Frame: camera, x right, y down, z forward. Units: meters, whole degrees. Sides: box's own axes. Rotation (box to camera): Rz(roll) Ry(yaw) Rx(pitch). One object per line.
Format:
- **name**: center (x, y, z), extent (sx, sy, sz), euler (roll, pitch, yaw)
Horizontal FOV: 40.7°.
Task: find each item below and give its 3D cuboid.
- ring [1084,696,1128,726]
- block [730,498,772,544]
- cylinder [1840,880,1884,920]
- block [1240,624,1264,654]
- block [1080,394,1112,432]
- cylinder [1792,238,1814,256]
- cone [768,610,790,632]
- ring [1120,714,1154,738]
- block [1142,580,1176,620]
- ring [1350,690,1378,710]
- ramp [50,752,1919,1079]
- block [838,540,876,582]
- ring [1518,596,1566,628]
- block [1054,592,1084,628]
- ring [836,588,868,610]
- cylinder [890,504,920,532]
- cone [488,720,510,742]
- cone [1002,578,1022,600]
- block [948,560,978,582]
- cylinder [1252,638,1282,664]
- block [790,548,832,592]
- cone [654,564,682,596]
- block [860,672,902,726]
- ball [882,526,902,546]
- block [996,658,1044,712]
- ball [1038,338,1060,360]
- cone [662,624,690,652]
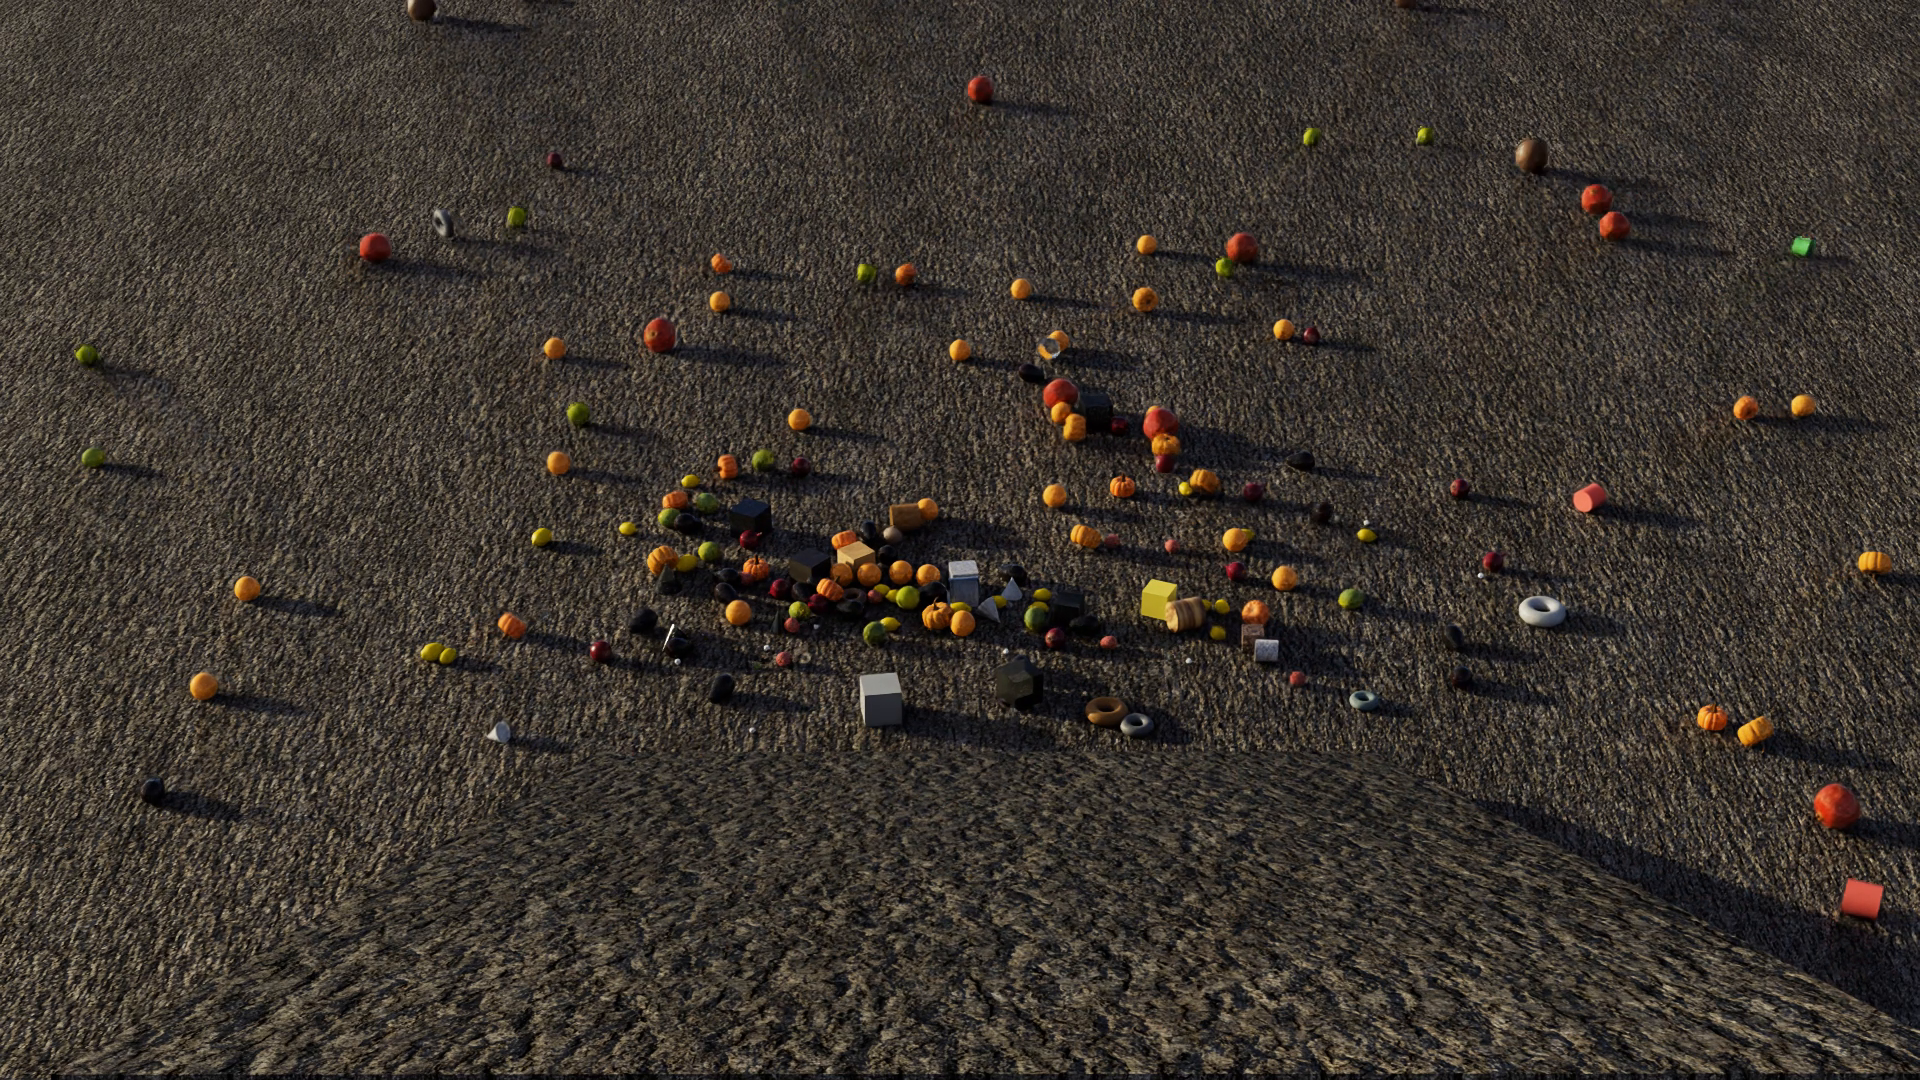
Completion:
- **ring**: center (0.393, 0.460, 6.934), extent (0.117, 0.039, 0.117), euler (1, 29, -1)
- **block**: center (-0.630, -0.058, 7.786), extent (0.090, 0.090, 0.090), euler (15, 33, 25)
- **cylinder**: center (2.158, 0.861, 6.190), extent (0.082, 0.082, 0.082), euler (12, 32, 20)
- **block**: center (0.818, 0.276, 7.234), extent (0.059, 0.059, 0.059), euler (0, 30, 1)
- **block**: center (0.442, -0.413, 8.406), extent (0.090, 0.090, 0.090), euler (-4, 30, -8)
- **cylinder**: center (3.131, -1.088, 9.616), extent (0.057, 0.057, 0.057), euler (18, 34, 38)
- **cone**: center (-0.513, 0.221, 7.328), extent (0.061, 0.061, 0.061), euler (0, 30, 0)
- **ring**: center (0.471, 0.493, 6.885), extent (0.091, 0.030, 0.091), euler (0, 31, 0)
- **block**: center (0.569, 0.171, 7.400), extent (0.077, 0.077, 0.077), euler (13, 32, 21)
- **ring**: center (1.092, 0.434, 6.991), extent (0.080, 0.027, 0.080), euler (0, 28, 0)
- **ramp**: center (0.067, 0.596, 4.652), extent (2.000, 0.100, 4.000), euler (0, 0, 0)
- **block**: center (-0.303, 0.064, 7.583), extent (0.079, 0.079, 0.079), euler (-22, 36, -33)
- **ring**: center (1.660, 0.204, 7.376), extent (0.132, 0.044, 0.132), euler (-1, 30, 1)
- **block**: center (0.310, 0.200, 7.355), extent (0.071, 0.071, 0.071), euler (8, 31, 14)
- **ring**: center (-0.313, 0.169, 7.449), extent (0.092, 0.031, 0.092), euler (-3, 30, 2)
- **cylinder**: center (-0.166, -0.066, 7.806), extent (0.084, 0.084, 0.084), euler (-4, 30, -8)
- **cone**: center (-1.232, 0.514, 6.852), extent (0.057, 0.057, 0.057), euler (-20, 20, 29)
- **cone**: center (0.151, 0.133, 7.481), extent (0.062, 0.062, 0.062), euler (0, 30, 0)
- **block**: center (0.011, 0.113, 7.502), extent (0.076, 0.076, 0.076), euler (-4, 30, -7)
- **cylinder**: center (0.850, 0.307, 7.176), extent (0.062, 0.062, 0.062), euler (-15, 21, 29)
- **block**: center (-0.436, 0.088, 7.536), extent (0.085, 0.085, 0.085), euler (22, 36, 33)
- **cone**: center (-0.851, 0.103, 7.510), extent (0.085, 0.085, 0.085), euler (0, 30, 0)
- **block**: center (-0.212, 0.427, 6.929), extent (0.100, 0.100, 0.100), euler (-5, 30, -8)
- **ball**: center (-0.204, -0.011, 7.739), extent (0.056, 0.056, 0.056), euler (0, 30, 0)
- **block**: center (0.162, 0.392, 7.000), extent (0.091, 0.091, 0.091), euler (-17, 34, -28)
- **ball**: center (0.305, -0.655, 8.845), extent (0.073, 0.073, 0.073), euler (0, 30, 0)
- **cone**: center (-0.809, 0.288, 7.239), extent (0.076, 0.076, 0.076), euler (30, 71, 41)
